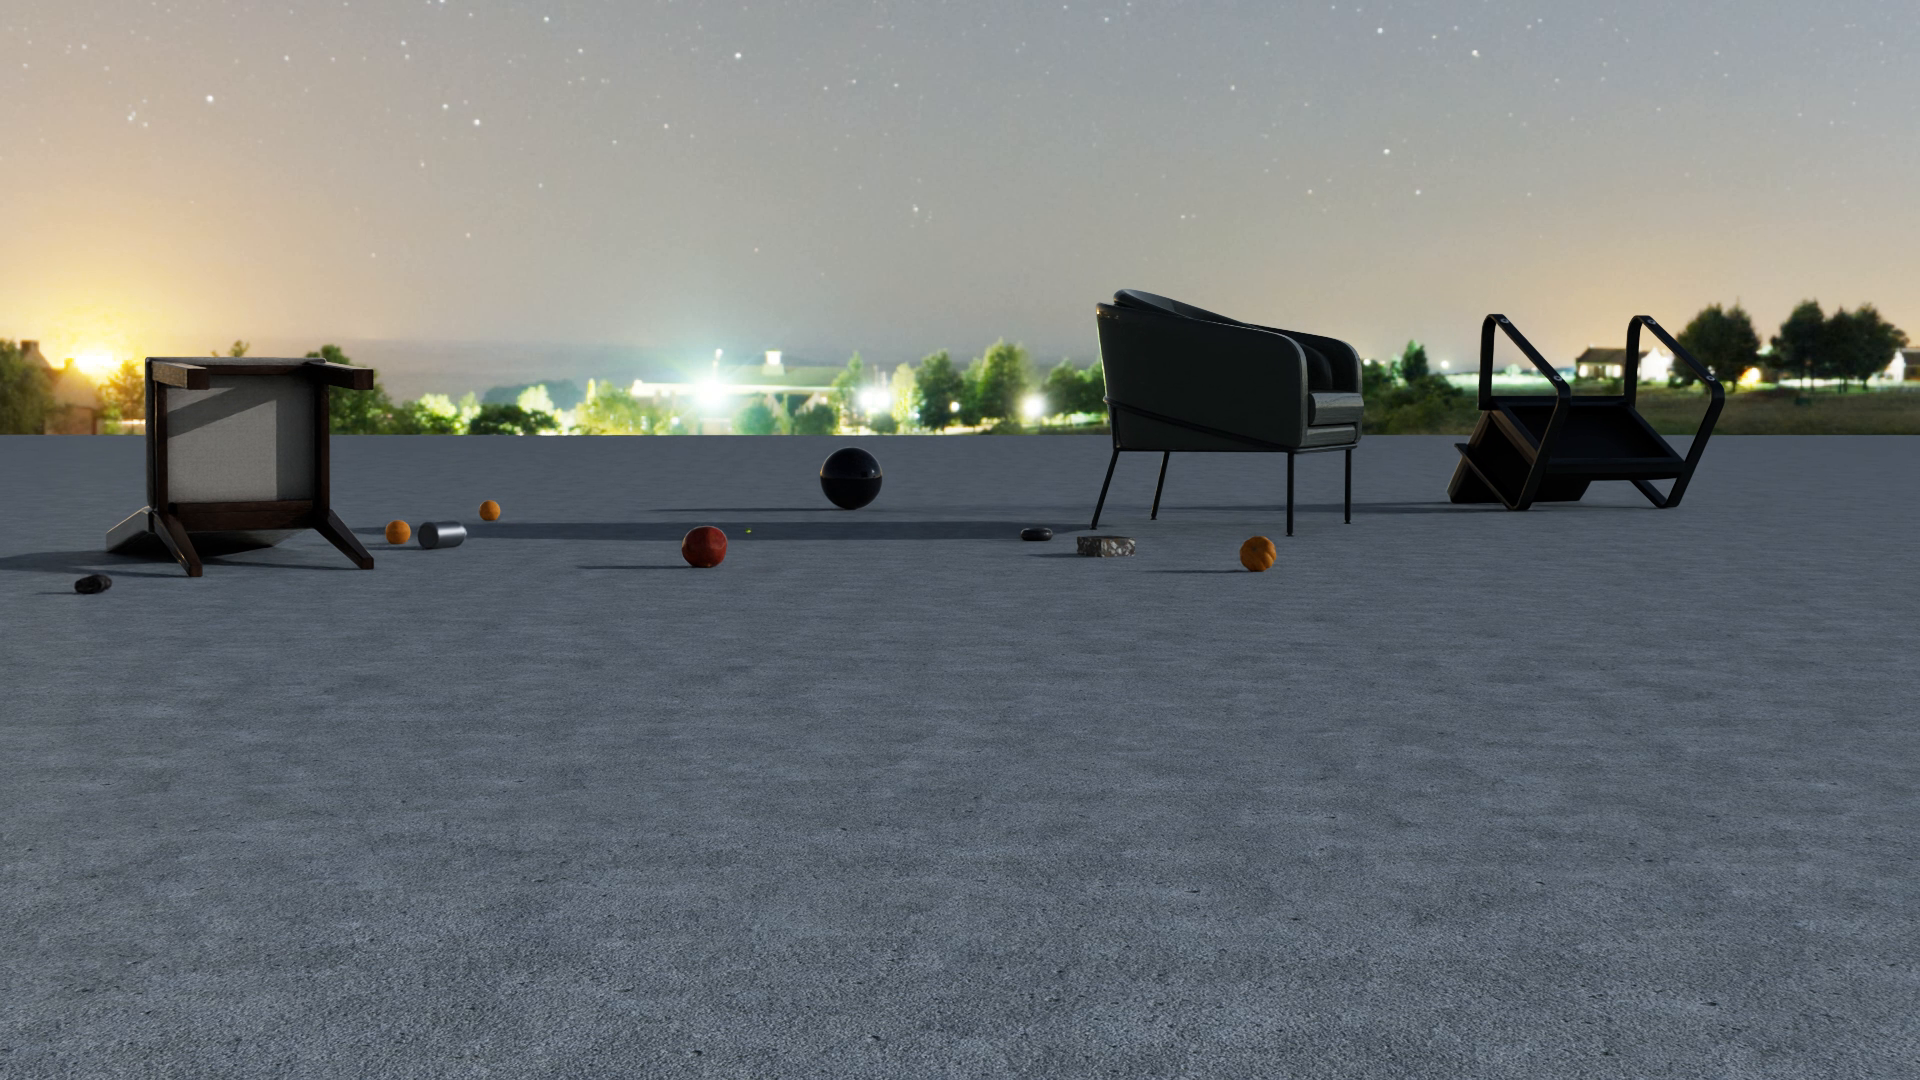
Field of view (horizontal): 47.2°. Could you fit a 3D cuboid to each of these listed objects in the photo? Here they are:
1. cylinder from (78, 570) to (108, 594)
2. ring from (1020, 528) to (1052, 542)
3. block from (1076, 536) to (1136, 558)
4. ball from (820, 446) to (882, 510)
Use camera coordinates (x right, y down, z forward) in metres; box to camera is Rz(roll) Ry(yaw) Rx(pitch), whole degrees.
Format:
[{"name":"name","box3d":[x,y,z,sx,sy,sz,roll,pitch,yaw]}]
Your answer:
[{"name":"cylinder","box3d":[-1.910,0.098,4.846,0.059,0.037,0.071,-23,-18,-23]},{"name":"ring","box3d":[0.228,-0.016,6.529,0.101,0.035,0.085,-4,7,-37]},{"name":"block","box3d":[0.395,0.017,5.945,0.109,0.049,0.119,-2,5,-30]},{"name":"ball","box3d":[-0.405,-0.231,8.199,0.234,0.234,0.234,0,4,0]}]
